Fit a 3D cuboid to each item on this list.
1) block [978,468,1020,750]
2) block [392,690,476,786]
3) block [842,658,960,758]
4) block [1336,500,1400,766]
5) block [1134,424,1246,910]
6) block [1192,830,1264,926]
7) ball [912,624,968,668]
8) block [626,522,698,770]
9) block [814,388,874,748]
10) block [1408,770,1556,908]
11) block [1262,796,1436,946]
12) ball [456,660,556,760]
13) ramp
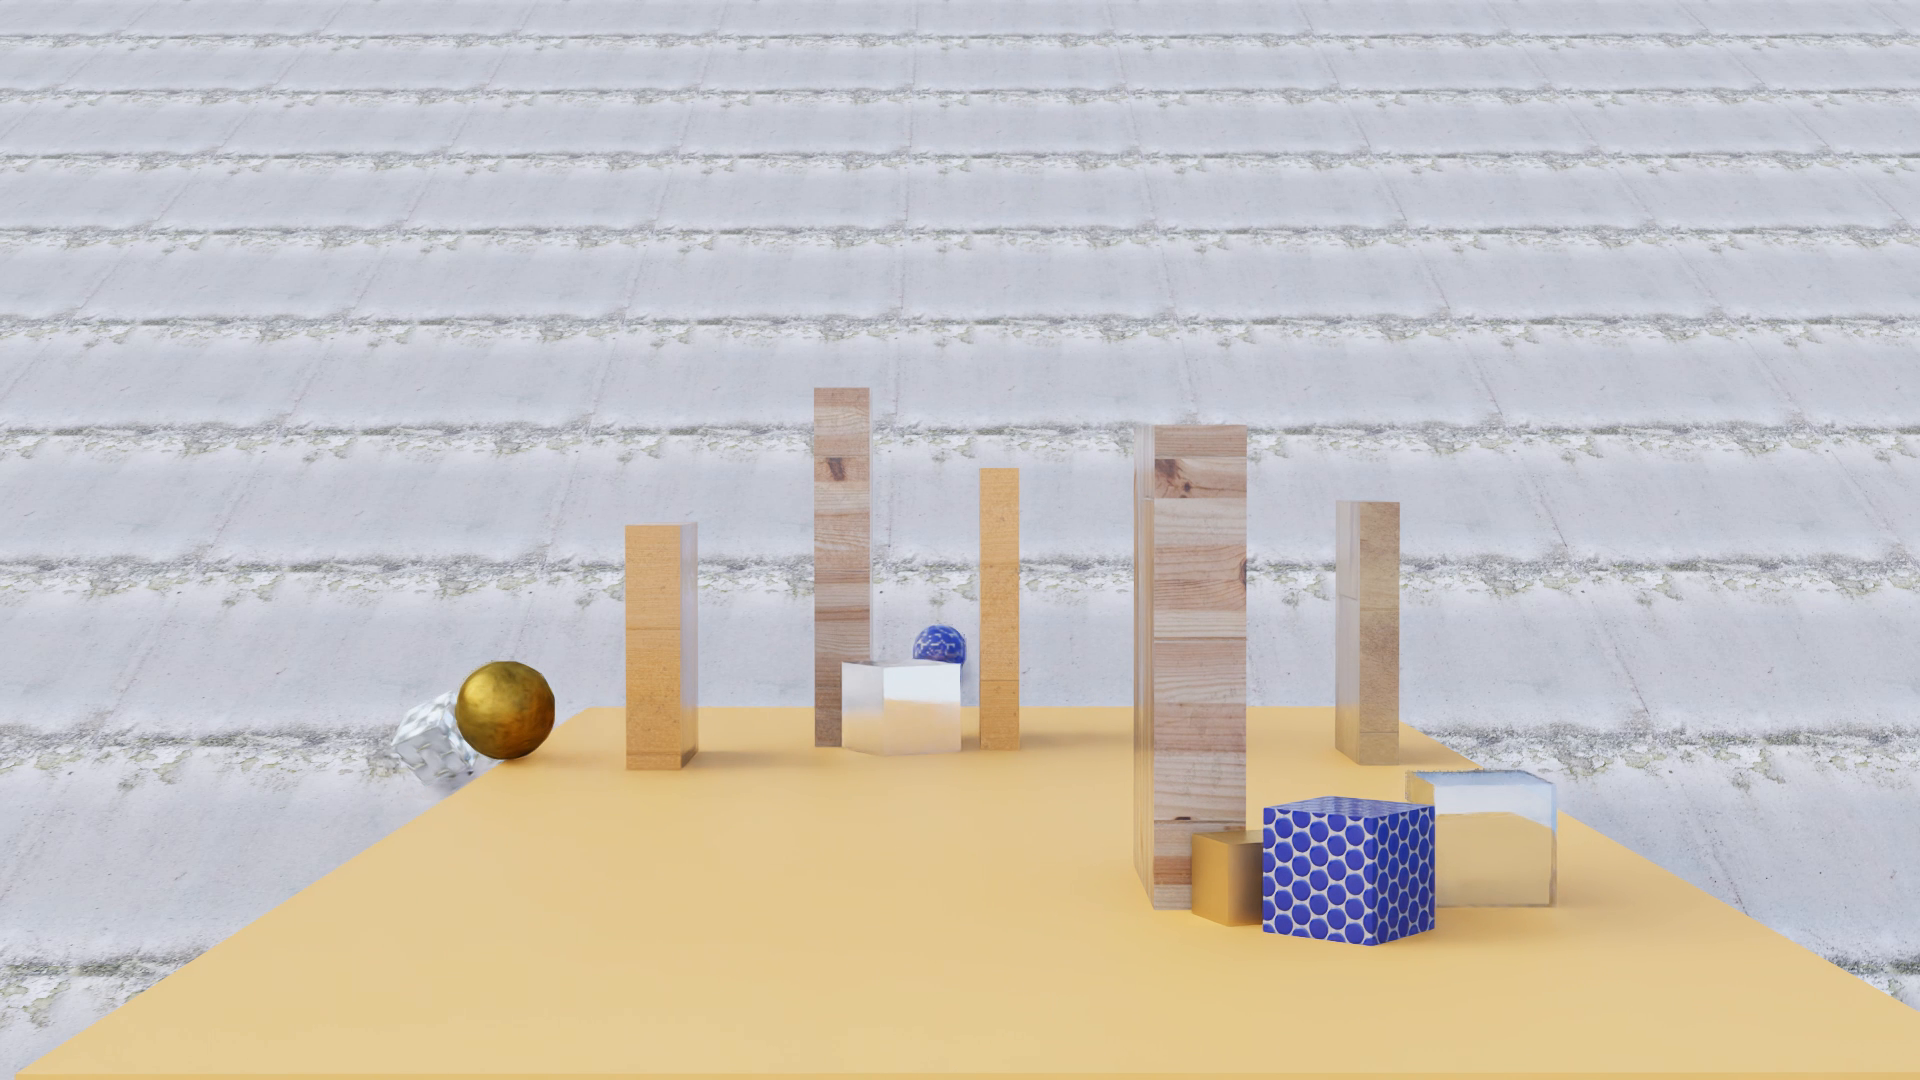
[{"bbox_3d":[0.085,0.144,5.722,0.083,0.605,0.409,0,2,0],"label":"block"},{"bbox_3d":[-1.285,0.490,6.356,0.142,0.142,0.142,-24,27,18],"label":"block"},{"bbox_3d":[-0.127,0.358,5.529,0.187,0.187,0.187,-1,2,-31],"label":"block"},{"bbox_3d":[0.851,0.186,5.402,0.080,0.536,0.335,0,2,0],"label":"block"},{"bbox_3d":[0.327,0.169,3.712,0.125,0.662,0.407,0,2,0],"label":"block"},{"bbox_3d":[0.384,0.452,3.456,0.109,0.109,0.109,-1,2,-21],"label":"block"},{"bbox_3d":[-0.054,0.297,6.869,0.146,0.146,0.146,0,26,0],"label":"ball"},{"bbox_3d":[-0.614,0.212,5.333,0.110,0.491,0.351,0,2,0],"label":"block"},{"bbox_3d":[-0.256,0.057,5.710,0.120,0.780,0.240,0,2,0],"label":"block"},{"bbox_3d":[0.729,0.417,3.615,0.169,0.169,0.169,0,2,-3],"label":"block"},{"bbox_3d":[0.507,0.428,3.360,0.162,0.162,0.162,1,2,39],"label":"block"},{"bbox_3d":[-0.943,0.354,5.352,0.206,0.206,0.206,0,26,0],"label":"ball"},{"bbox_3d":[0.058,0.527,4.564,2.000,0.100,4.000,0,2,0],"label":"ramp"}]
